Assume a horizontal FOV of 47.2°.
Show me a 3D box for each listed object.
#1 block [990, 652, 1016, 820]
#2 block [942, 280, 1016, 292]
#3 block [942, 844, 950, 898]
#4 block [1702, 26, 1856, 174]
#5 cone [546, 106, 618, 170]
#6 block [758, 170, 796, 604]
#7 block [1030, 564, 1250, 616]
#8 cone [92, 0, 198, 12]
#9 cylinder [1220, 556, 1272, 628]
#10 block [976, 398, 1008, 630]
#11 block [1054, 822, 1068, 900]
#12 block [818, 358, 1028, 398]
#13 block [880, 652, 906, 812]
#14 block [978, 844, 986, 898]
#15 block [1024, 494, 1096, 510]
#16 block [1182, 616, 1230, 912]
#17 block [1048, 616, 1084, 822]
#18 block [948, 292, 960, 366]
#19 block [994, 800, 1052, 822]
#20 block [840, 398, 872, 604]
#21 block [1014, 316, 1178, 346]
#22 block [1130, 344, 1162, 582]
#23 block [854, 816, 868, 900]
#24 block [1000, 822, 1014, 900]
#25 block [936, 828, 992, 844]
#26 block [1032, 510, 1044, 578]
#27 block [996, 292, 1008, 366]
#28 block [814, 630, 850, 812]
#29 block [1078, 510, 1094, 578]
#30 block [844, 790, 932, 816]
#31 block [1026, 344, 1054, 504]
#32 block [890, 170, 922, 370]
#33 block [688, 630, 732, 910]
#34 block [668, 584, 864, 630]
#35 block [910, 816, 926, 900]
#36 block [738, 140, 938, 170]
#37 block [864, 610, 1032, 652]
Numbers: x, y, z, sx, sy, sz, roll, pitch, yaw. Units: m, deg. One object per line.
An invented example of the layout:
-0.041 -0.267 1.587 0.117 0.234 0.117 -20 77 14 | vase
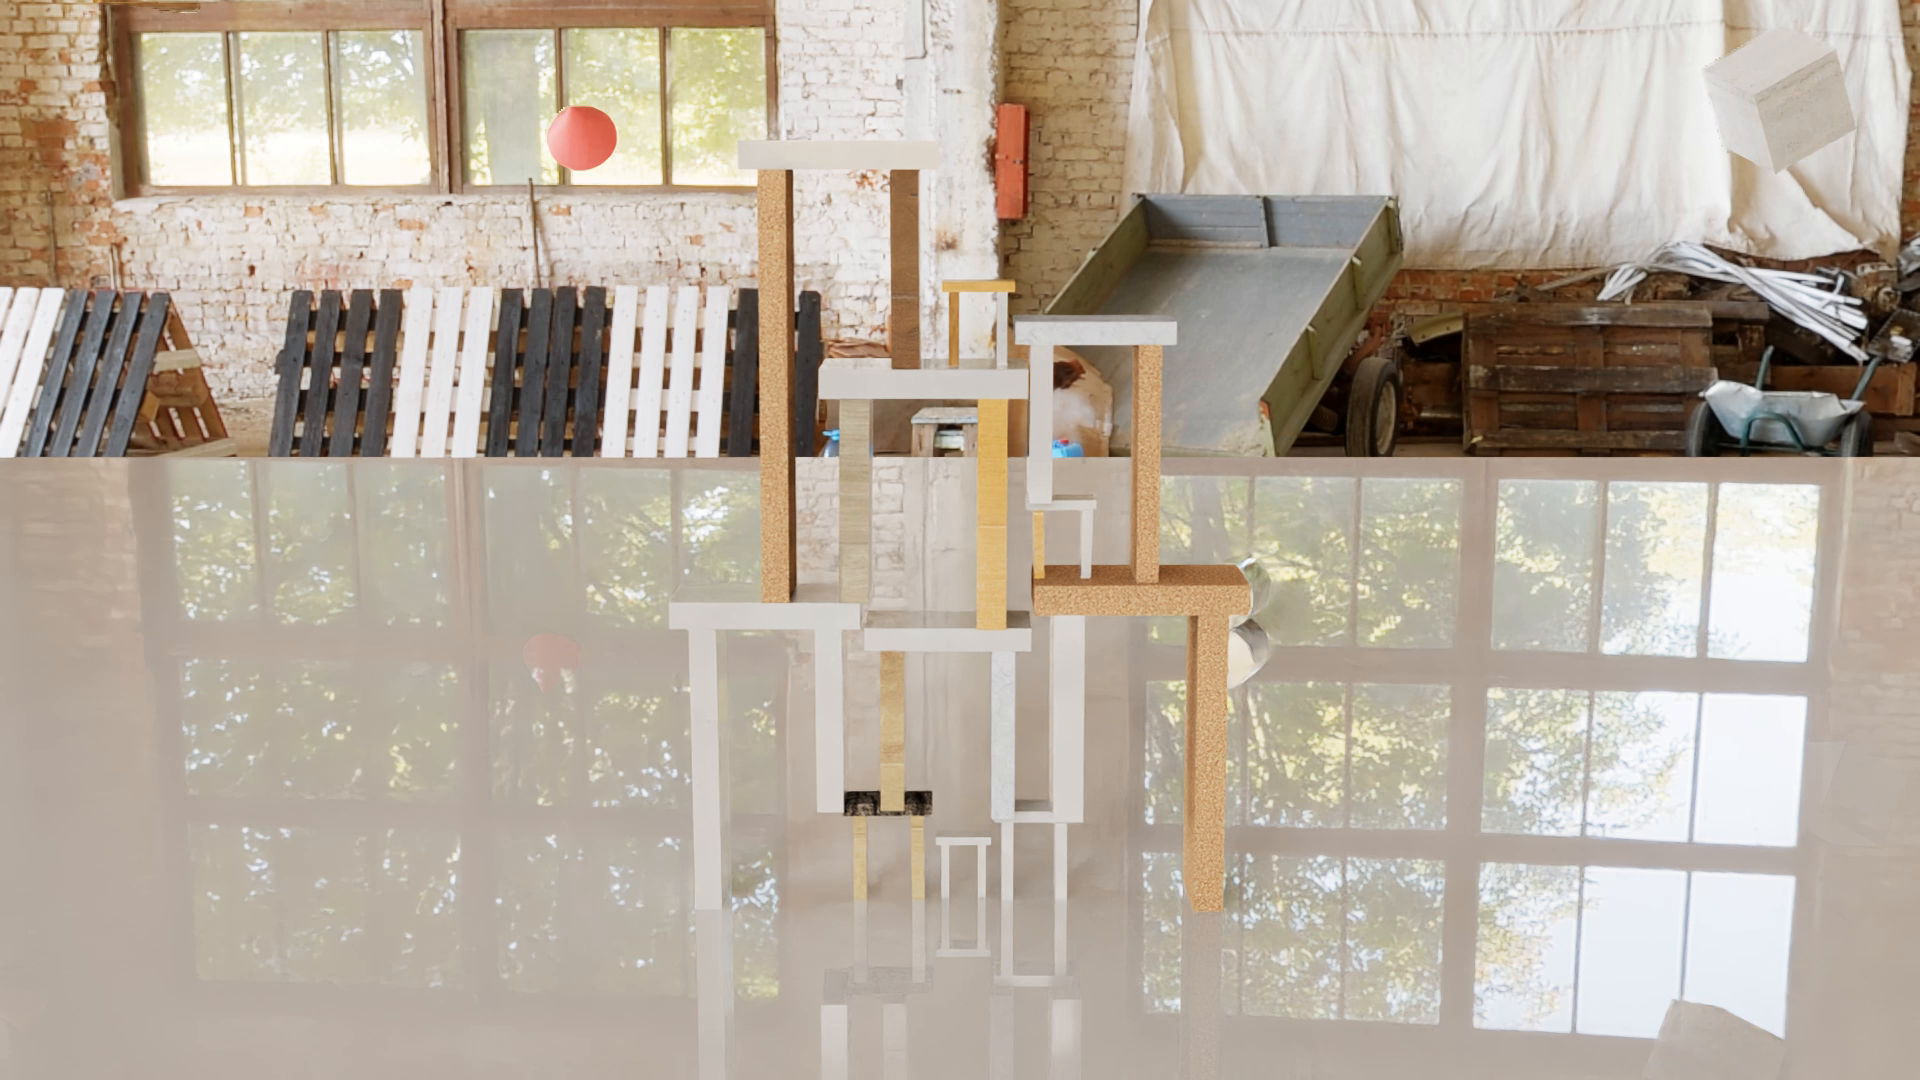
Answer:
0.070 0.304 3.612 0.038 0.280 0.133 0 11 0 | block
0.029 -0.404 3.490 0.115 0.016 0.058 0 11 0 | block
-0.024 0.545 3.665 0.013 0.091 0.045 0 11 0 | block
2.136 -1.150 5.738 0.240 0.240 0.240 -29 31 0 | block
-1.146 -1.248 6.571 0.214 0.214 0.214 0 -15 -1 | cone
-0.291 -0.248 3.508 0.043 0.680 0.153 0 11 0 | block
0.289 0.080 3.574 0.342 0.048 0.171 0 11 0 | block
-1.917 -1.285 5.092 0.210 0.210 0.210 -36 29 -30 | cone
0.704 0.135 5.683 0.160 0.160 0.160 5 11 24 | cylinder
0.051 -0.054 3.550 0.046 0.370 0.163 0 11 0 | block
0.167 0.524 3.660 0.019 0.133 0.067 0 11 0 | block
-0.057 -0.258 3.512 0.327 0.046 0.163 0 11 0 | block
-0.109 0.297 3.610 0.038 0.266 0.133 0 11 0 | block
0.036 0.545 3.665 0.013 0.091 0.045 0 11 0 | block
0.162 -0.061 3.545 0.112 0.016 0.056 0 11 -1 | block
0.404 0.347 3.624 0.048 0.494 0.171 0 11 0 | block
0.174 0.273 3.608 0.048 0.342 0.171 0 11 0 | block
-0.009 -0.339 3.501 0.016 0.115 0.058 0 10 0 | block
0.123 0.449 3.646 0.133 0.019 0.067 0 11 0 | block
-0.167 -0.075 3.545 0.046 0.327 0.163 1 11 0 | block
0.213 -0.334 3.496 0.252 0.036 0.126 0 11 0 | block
0.298 -0.130 3.535 0.036 0.379 0.126 0 11 0 | block
-0.165 0.518 3.661 0.021 0.145 0.072 0 11 0 | block
0.078 0.524 3.660 0.019 0.133 0.067 0 11 0 | block
0.006 0.494 3.655 0.091 0.013 0.045 0 11 0 | block
0.127 0.002 3.556 0.016 0.112 0.056 -2 11 0 | block
0.067 -0.339 3.500 0.016 0.115 0.058 0 11 0 | block
-0.209 0.278 3.609 0.043 0.304 0.152 0 11 0 | block
0.203 0.002 3.556 0.016 0.112 0.056 1 11 -1 | block
-0.119 0.437 3.644 0.145 0.021 0.072 0 11 0 | block
0.128 -0.193 3.523 0.036 0.252 0.126 0 11 0 | block
-0.085 -0.431 3.475 0.043 0.307 0.153 0 11 0 | block
-0.411 0.359 3.626 0.043 0.470 0.152 0 11 0 | block
-0.311 0.107 3.577 0.304 0.043 0.152 0 11 0 | block
-0.070 0.518 3.661 0.021 0.145 0.072 -1 11 0 | block
-0.187 -0.603 3.442 0.307 0.043 0.153 0 11 0 | block
-0.019 0.147 3.583 0.266 0.038 0.133 0 11 0 | block
